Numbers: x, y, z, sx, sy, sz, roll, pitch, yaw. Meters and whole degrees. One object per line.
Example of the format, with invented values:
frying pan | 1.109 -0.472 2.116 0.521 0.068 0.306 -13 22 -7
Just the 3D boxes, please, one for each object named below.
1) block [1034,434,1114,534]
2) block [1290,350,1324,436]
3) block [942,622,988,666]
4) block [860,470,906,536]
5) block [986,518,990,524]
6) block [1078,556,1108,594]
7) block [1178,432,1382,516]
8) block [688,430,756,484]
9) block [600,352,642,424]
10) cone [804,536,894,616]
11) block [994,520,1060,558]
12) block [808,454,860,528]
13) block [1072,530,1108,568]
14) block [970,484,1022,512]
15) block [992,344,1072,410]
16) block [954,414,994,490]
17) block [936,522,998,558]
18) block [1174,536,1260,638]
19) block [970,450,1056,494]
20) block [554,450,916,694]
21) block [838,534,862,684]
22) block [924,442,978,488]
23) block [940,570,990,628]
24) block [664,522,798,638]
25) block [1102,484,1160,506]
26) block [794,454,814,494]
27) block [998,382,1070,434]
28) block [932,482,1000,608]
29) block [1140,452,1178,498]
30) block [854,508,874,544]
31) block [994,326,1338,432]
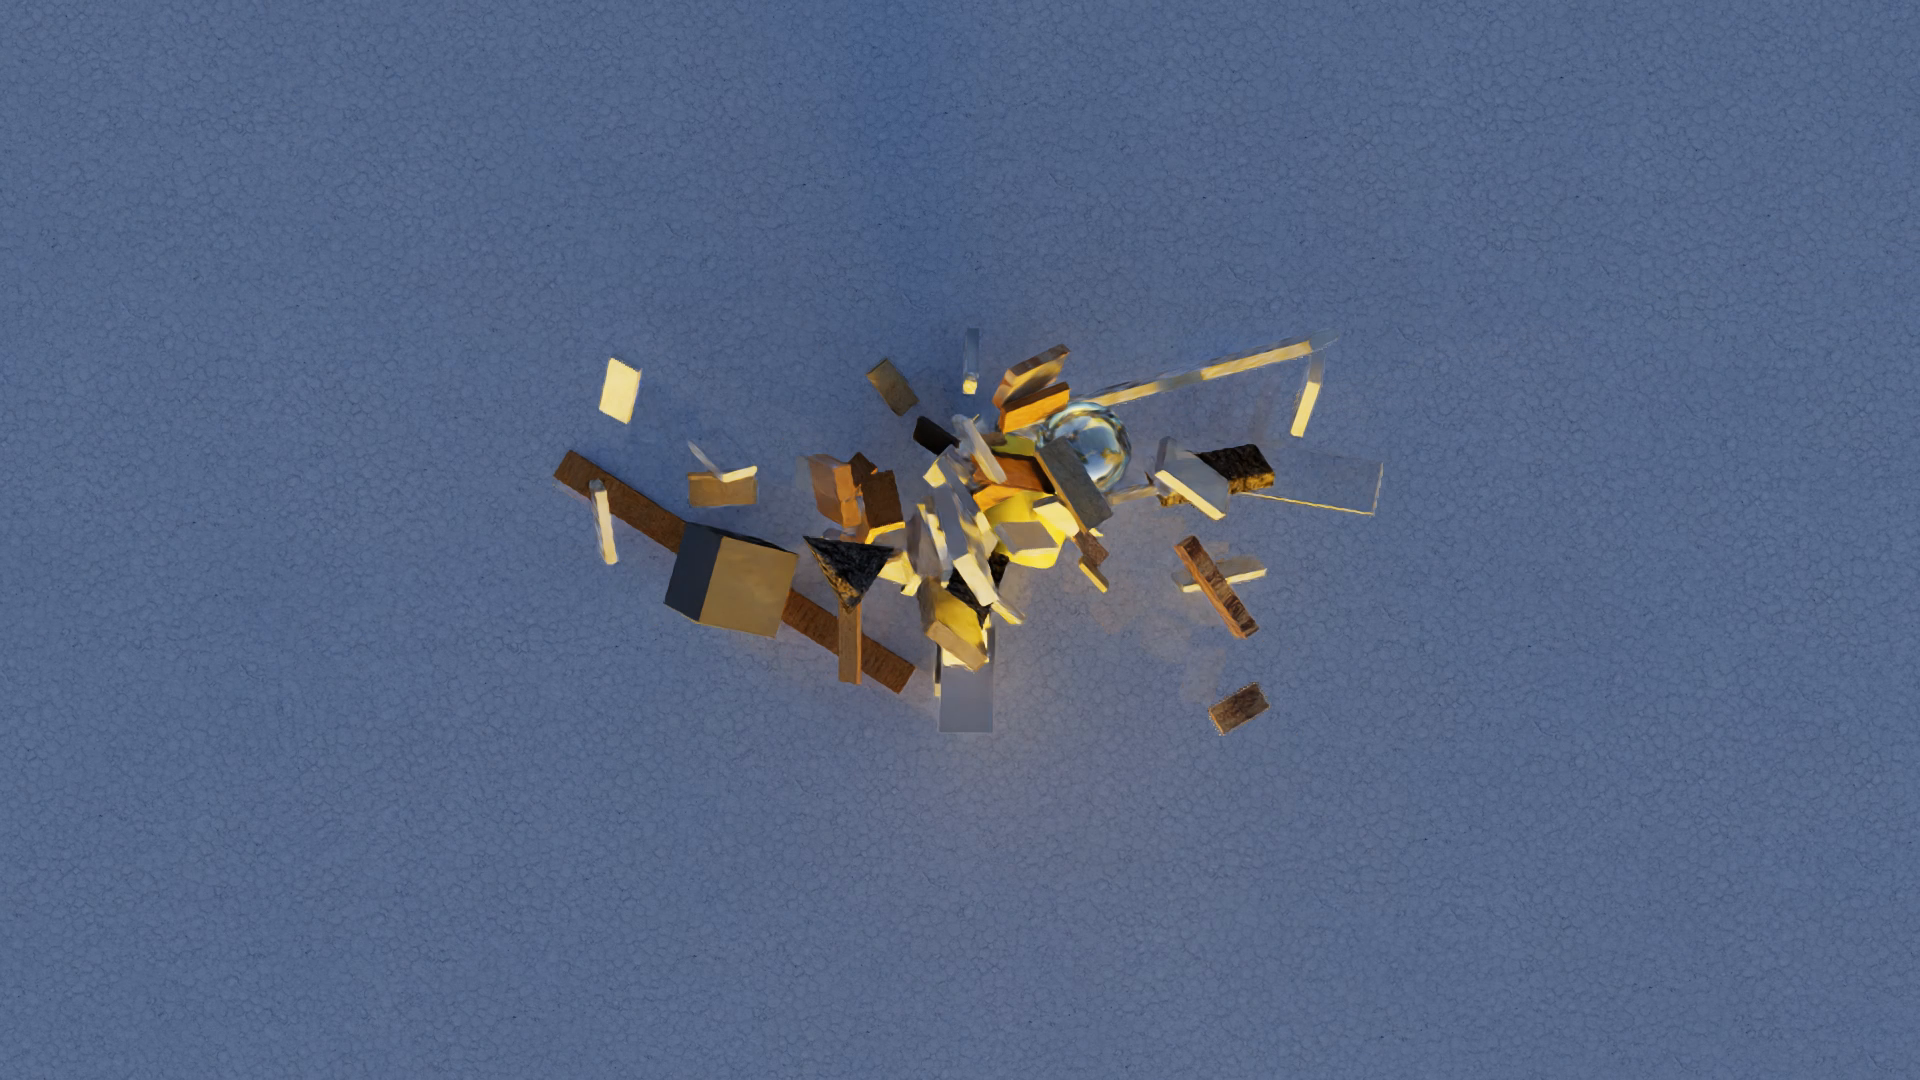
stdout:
block | 0.293 -0.144 4.260 0.092 0.026 0.245 -32 89 -26
block | 0.956 -0.403 4.541 0.033 0.236 0.118 12 57 5
block | 0.010 0.268 5.032 0.138 0.039 0.275 -4 132 1
block | -0.226 -0.109 4.769 0.101 0.029 0.202 -14 51 0
block | 0.016 -0.078 4.703 0.140 0.070 0.020 37 57 -35
block | 0.348 0.088 4.288 0.014 0.050 0.101 -37 105 24
block | 1.023 -0.218 5.356 0.653 0.046 0.163 11 86 17
block | -0.676 -0.238 4.682 0.104 0.209 0.030 -18 132 -32
block | -1.082 -0.483 5.263 0.100 0.260 0.028 29 50 1
cone | -0.310 0.048 4.165 0.207 0.207 0.207 34 90 -4
block | 0.189 -0.004 4.657 0.029 0.203 0.101 -48 65 28
block | -0.350 -0.141 4.572 0.046 0.330 0.164 -13 102 -15
block | 0.339 0.018 4.285 0.101 0.014 0.050 49 55 -8
block | 0.065 -0.118 4.640 0.070 0.382 0.020 26 66 -20
block | 0.183 -0.419 4.215 0.032 0.229 0.114 43 134 17
block | 0.053 -0.286 5.412 0.177 0.177 0.177 -40 90 0
block | 0.022 -0.014 4.675 0.203 0.029 0.101 43 68 -39
block | 0.749 0.139 4.838 0.046 0.163 0.327 -35 89 -3
block | 0.144 -0.183 4.397 0.234 0.026 0.091 10 126 21
block | -0.749 0.106 5.485 1.358 0.030 0.104 32 90 0
block | -0.344 0.218 5.154 0.075 0.021 0.464 8 102 35
block | -0.027 -0.181 4.482 0.101 0.272 0.029 43 71 0
block | 0.017 0.182 5.036 0.138 0.275 0.039 -4 55 0
block | -0.731 0.125 5.263 0.275 0.275 0.275 15 92 -34
block | 0.462 -0.126 4.569 0.183 0.091 0.026 -14 100 -34
block | -0.432 -0.190 4.940 0.028 0.200 0.100 -10 107 -35
block | 0.190 -0.338 4.206 0.185 0.092 0.026 -22 63 -17
block | 0.013 0.007 4.125 0.046 0.328 0.164 -28 124 8
block | 0.571 -0.185 4.499 0.033 0.236 0.118 -34 84 24
block | -0.270 -0.044 4.848 0.021 0.149 0.075 -2 51 -26
block | 0.557 -0.458 4.894 0.114 1.399 0.032 -30 102 -33
